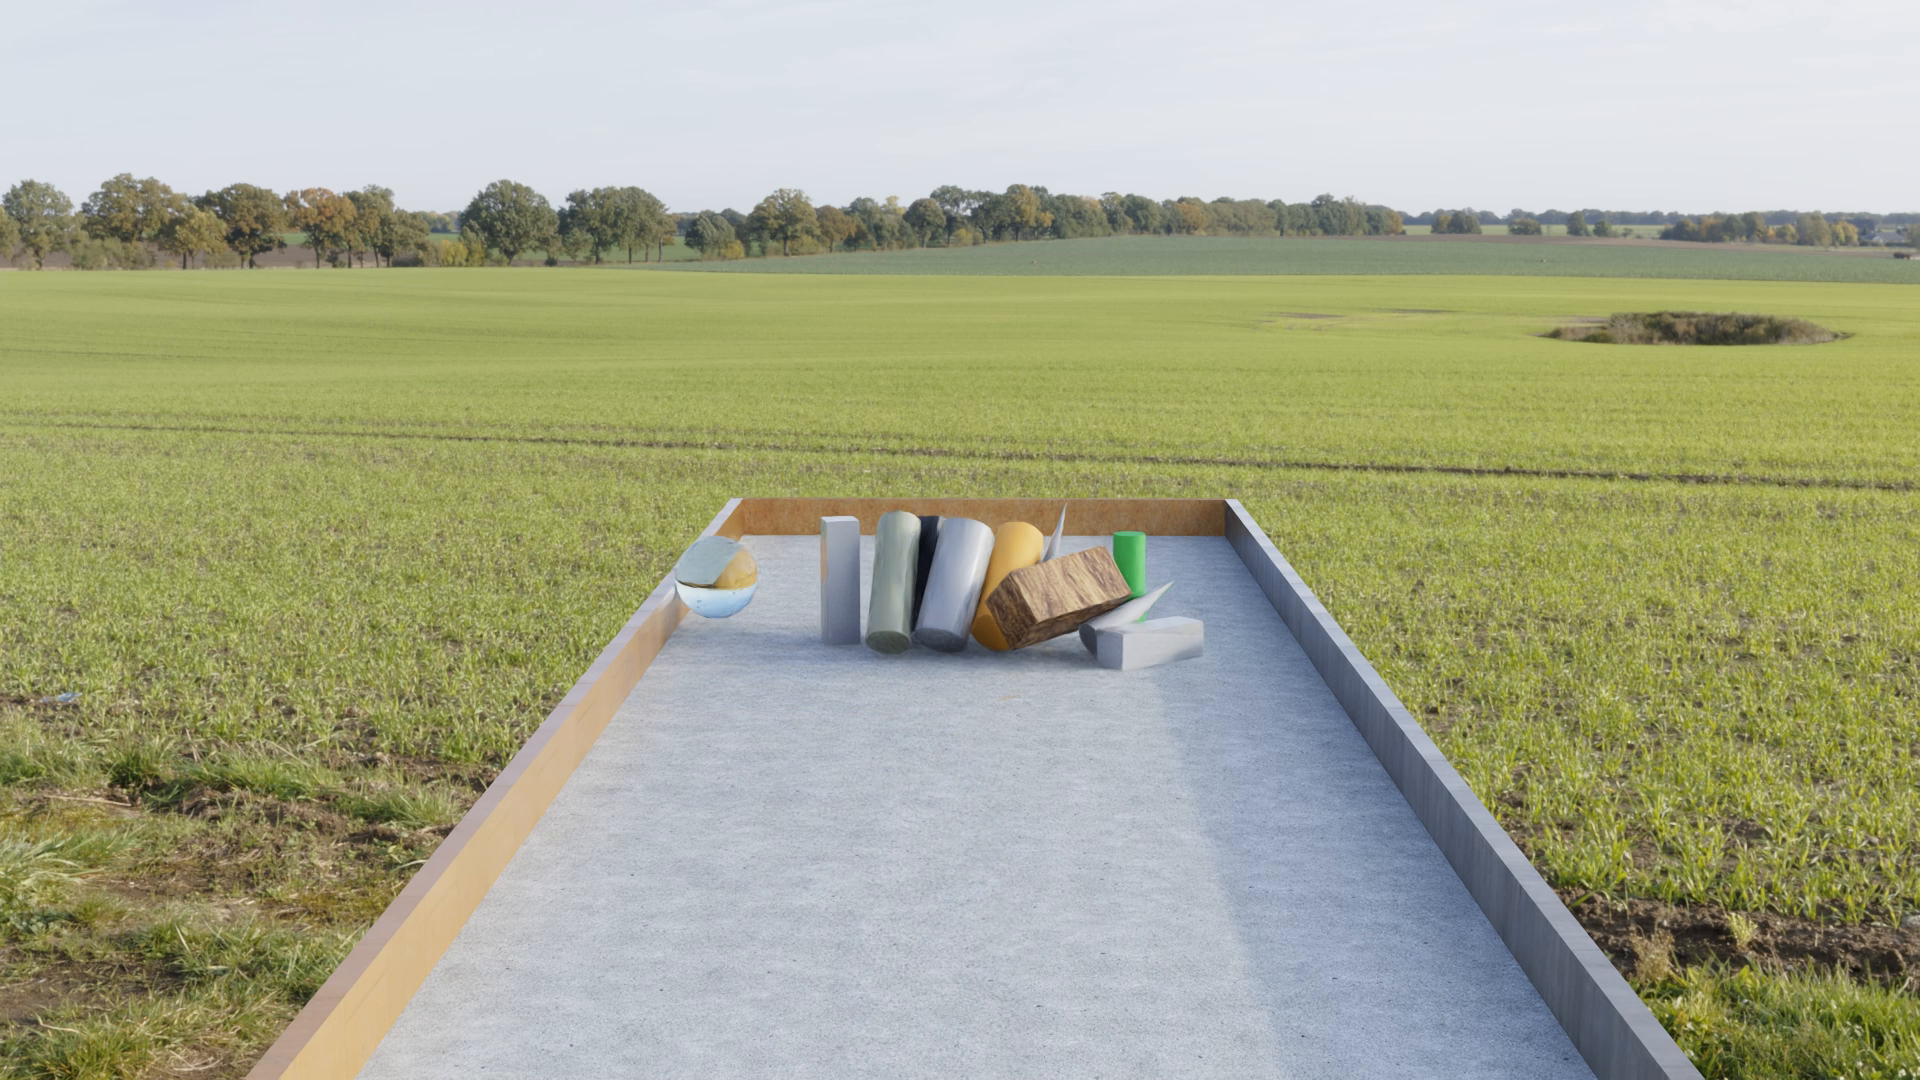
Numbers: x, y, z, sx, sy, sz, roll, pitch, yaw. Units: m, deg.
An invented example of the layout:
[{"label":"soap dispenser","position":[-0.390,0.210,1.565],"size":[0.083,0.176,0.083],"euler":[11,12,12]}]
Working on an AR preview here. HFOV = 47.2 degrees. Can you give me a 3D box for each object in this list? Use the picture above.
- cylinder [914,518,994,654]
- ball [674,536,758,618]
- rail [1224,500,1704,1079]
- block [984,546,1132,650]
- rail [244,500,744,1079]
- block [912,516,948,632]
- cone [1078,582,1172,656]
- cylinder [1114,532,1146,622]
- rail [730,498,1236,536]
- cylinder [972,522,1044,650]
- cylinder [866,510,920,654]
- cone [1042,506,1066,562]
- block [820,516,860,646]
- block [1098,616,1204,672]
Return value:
[{"label":"cylinder","position":[-0.018,0.139,6.824],"size":[0.167,0.389,0.167],"euler":[11,-27,6]},{"label":"ball","position":[-0.793,0.122,7.167],"size":[0.270,0.270,0.270],"euler":[0,9,0]},{"label":"rail","position":[1.046,0.843,3.208],"size":[0.050,0.150,12.000],"euler":[0,9,1]},{"label":"block","position":[0.303,0.176,6.734],"size":[0.379,0.180,0.180],"euler":[-15,-23,-35]},{"label":"rail","position":[-1.004,0.839,3.234],"size":[0.050,0.150,12.000],"euler":[0,9,1]},{"label":"block","position":[-0.081,0.114,7.013],"size":[0.128,0.365,0.128],"euler":[13,-8,-37]},{"label":"cone","position":[0.539,0.216,6.804],"size":[0.365,0.122,0.122],"euler":[-34,25,-27]},{"label":"cylinder","position":[0.531,0.154,6.913],"size":[0.101,0.352,0.101],"euler":[0,9,0]},{"label":"rail","position":[0.099,-0.098,9.147],"size":[2.100,0.150,0.050],"euler":[0,9,1]},{"label":"cylinder","position":[0.152,0.142,6.943],"size":[0.157,0.157,0.436],"euler":[2,42,13]},{"label":"cylinder","position":[-0.205,0.131,6.857],"size":[0.136,0.451,0.136],"euler":[3,-36,2]},{"label":"cone","position":[0.282,0.089,6.990],"size":[0.102,0.448,0.102],"euler":[15,-3,1]},{"label":"block","position":[-0.378,0.128,6.945],"size":[0.104,0.394,0.104],"euler":[-2,9,-15]},{"label":"block","position":[0.579,0.313,6.681],"size":[0.334,0.111,0.111],"euler":[-7,11,-38]}]
